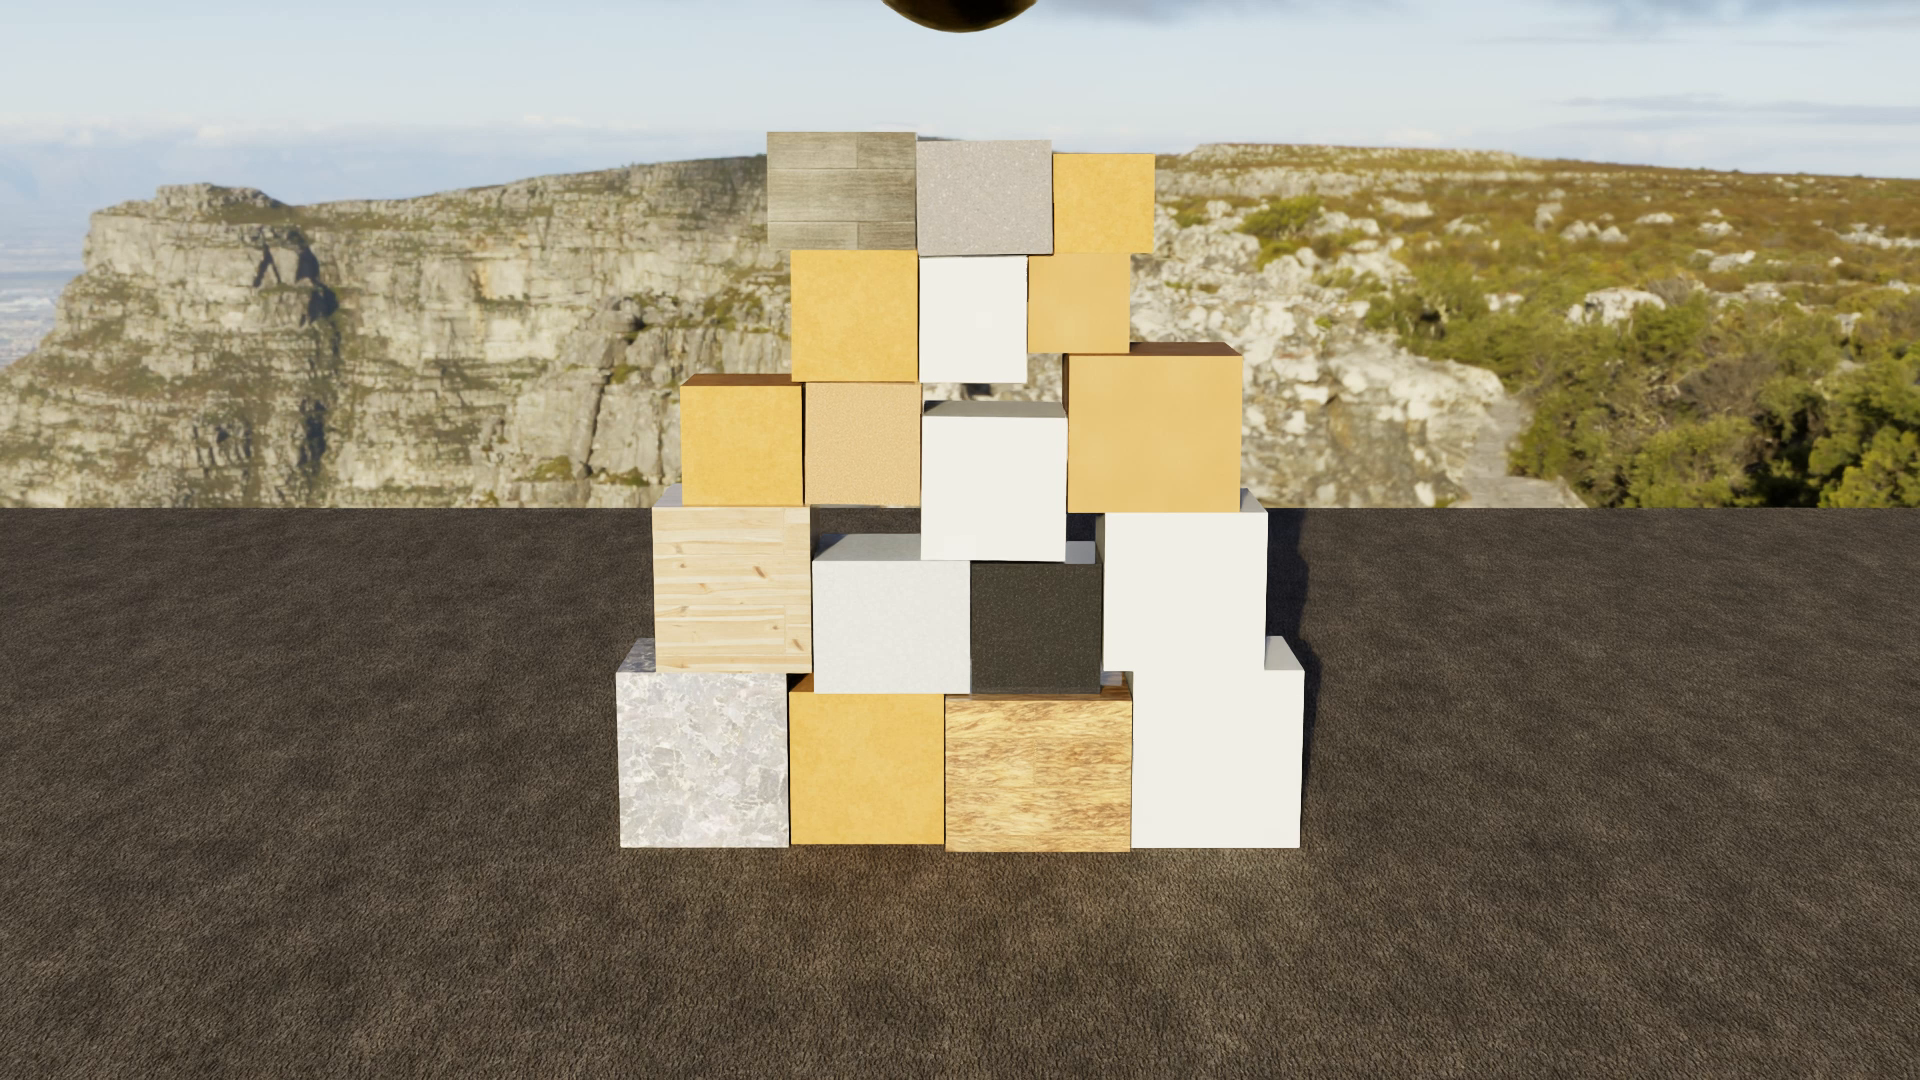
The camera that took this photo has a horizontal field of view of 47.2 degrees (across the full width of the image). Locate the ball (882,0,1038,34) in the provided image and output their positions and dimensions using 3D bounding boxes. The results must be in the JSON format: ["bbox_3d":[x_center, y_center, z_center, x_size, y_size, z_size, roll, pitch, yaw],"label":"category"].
[{"bbox_3d":[0.000,-4.419,15.616,1.600,1.600,1.600,0,10,0],"label":"ball"}]

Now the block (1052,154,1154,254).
[{"bbox_3d":[0.694,-1.673,10.894,0.494,0.475,0.492,0,10,0],"label":"block"}]

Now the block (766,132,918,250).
[{"bbox_3d":[-0.569,-1.734,10.881,0.709,0.561,0.684,0,10,0],"label":"block"}]

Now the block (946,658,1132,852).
[{"bbox_3d":[0.390,1.096,11.367,0.922,0.776,0.896,0,10,0],"label":"block"}]

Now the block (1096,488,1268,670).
[{"bbox_3d":[1.108,0.187,11.204,0.794,0.793,0.786,0,10,0],"label":"block"}]

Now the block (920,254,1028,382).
[{"bbox_3d":[0.063,-1.118,10.958,0.523,0.607,0.558,0,10,0],"label":"block"}]

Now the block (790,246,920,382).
[{"bbox_3d":[-0.511,-1.145,10.977,0.610,0.632,0.687,0,10,0],"label":"block"}]

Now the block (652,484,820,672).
[{"bbox_3d":[-1.121,0.181,11.201,0.769,0.833,0.769,0,10,0],"label":"block"}]

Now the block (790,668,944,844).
[{"bbox_3d":[-0.467,1.086,11.383,0.771,0.790,0.691,0,10,0],"label":"block"}]

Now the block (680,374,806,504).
[{"bbox_3d":[-1.071,-0.517,11.080,0.591,0.583,0.602,0,10,0],"label":"block"}]

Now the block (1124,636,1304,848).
[{"bbox_3d":[1.283,1.028,11.356,0.846,0.915,0.772,0,10,0],"label":"block"}]

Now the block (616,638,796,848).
[{"bbox_3d":[-1.284,1.033,11.361,0.844,0.902,0.765,0,10,0],"label":"block"}]

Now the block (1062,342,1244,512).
[{"bbox_3d":[0.948,-0.578,11.058,0.838,0.766,0.765,0,10,0],"label":"block"}]

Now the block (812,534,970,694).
[{"bbox_3d":[-0.339,0.366,11.267,0.774,0.670,0.767,0,10,0],"label":"block"}]

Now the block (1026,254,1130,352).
[{"bbox_3d":[0.577,-1.199,10.969,0.504,0.486,0.475,0,10,0],"label":"block"}]

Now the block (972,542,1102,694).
[{"bbox_3d":[0.380,0.388,11.239,0.643,0.663,0.619,0,10,0],"label":"block"}]

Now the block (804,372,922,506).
[{"bbox_3d":[-0.478,-0.525,11.075,0.563,0.612,0.555,1,10,0],"label":"block"}]

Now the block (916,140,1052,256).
[{"bbox_3d":[0.116,-1.701,10.878,0.652,0.542,0.631,-1,10,0],"label":"block"}]

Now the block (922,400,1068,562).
[{"bbox_3d":[0.168,-0.311,11.140,0.711,0.710,0.689,1,10,0],"label":"block"}]
